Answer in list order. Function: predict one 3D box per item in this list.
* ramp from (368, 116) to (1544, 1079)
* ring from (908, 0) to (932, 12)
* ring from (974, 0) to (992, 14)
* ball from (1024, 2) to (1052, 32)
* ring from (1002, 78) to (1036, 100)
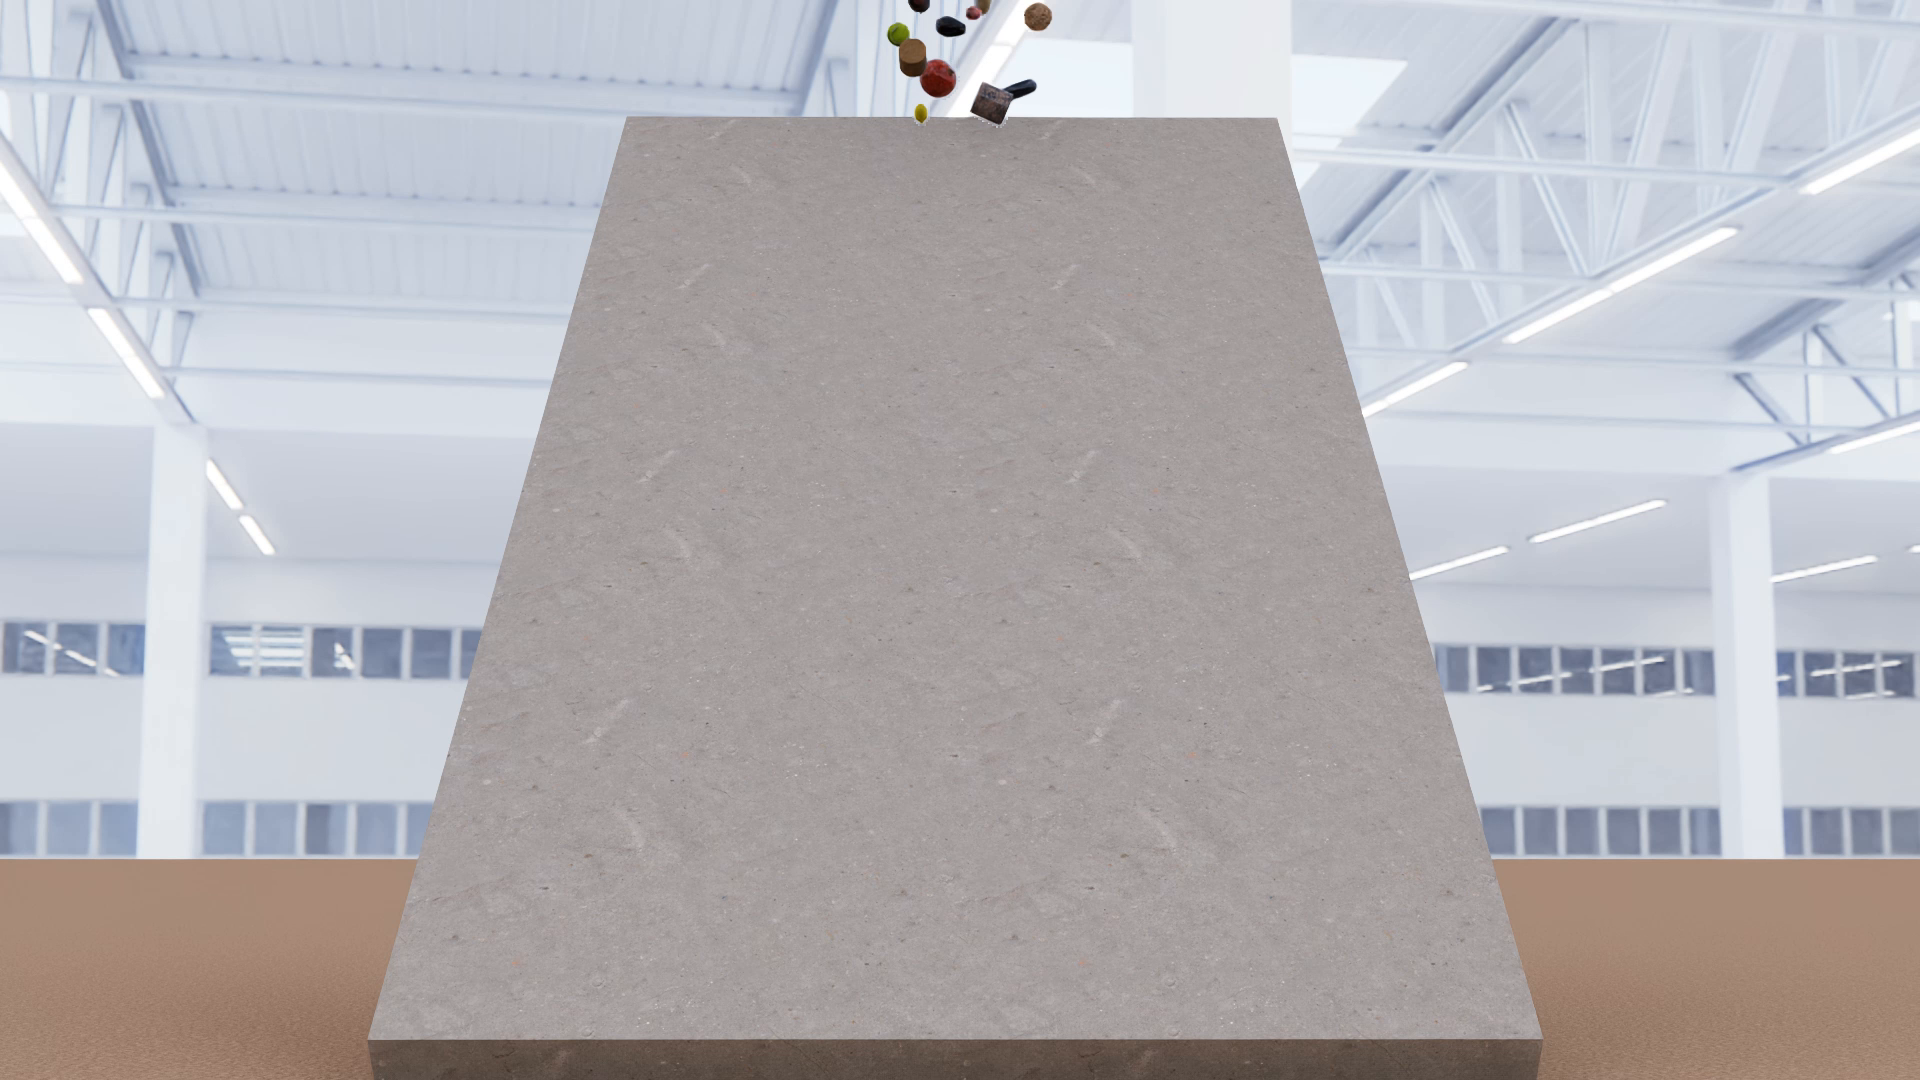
[{"bbox_3d":[-0.015,-0.184,5.884,2.000,0.100,4.000,0,33,0],"label":"ramp"},{"bbox_3d":[-0.130,-1.670,7.493,0.040,0.121,0.121,-21,-17,29],"label":"ring"},{"bbox_3d":[0.069,-1.643,7.361,0.045,0.134,0.134,1,-7,-6],"label":"ring"},{"bbox_3d":[0.237,-1.598,7.490,0.088,0.088,0.088,0,-7,0],"label":"ball"},{"bbox_3d":[0.171,-1.357,7.410,0.131,0.044,0.131,-20,8,3],"label":"ring"}]
